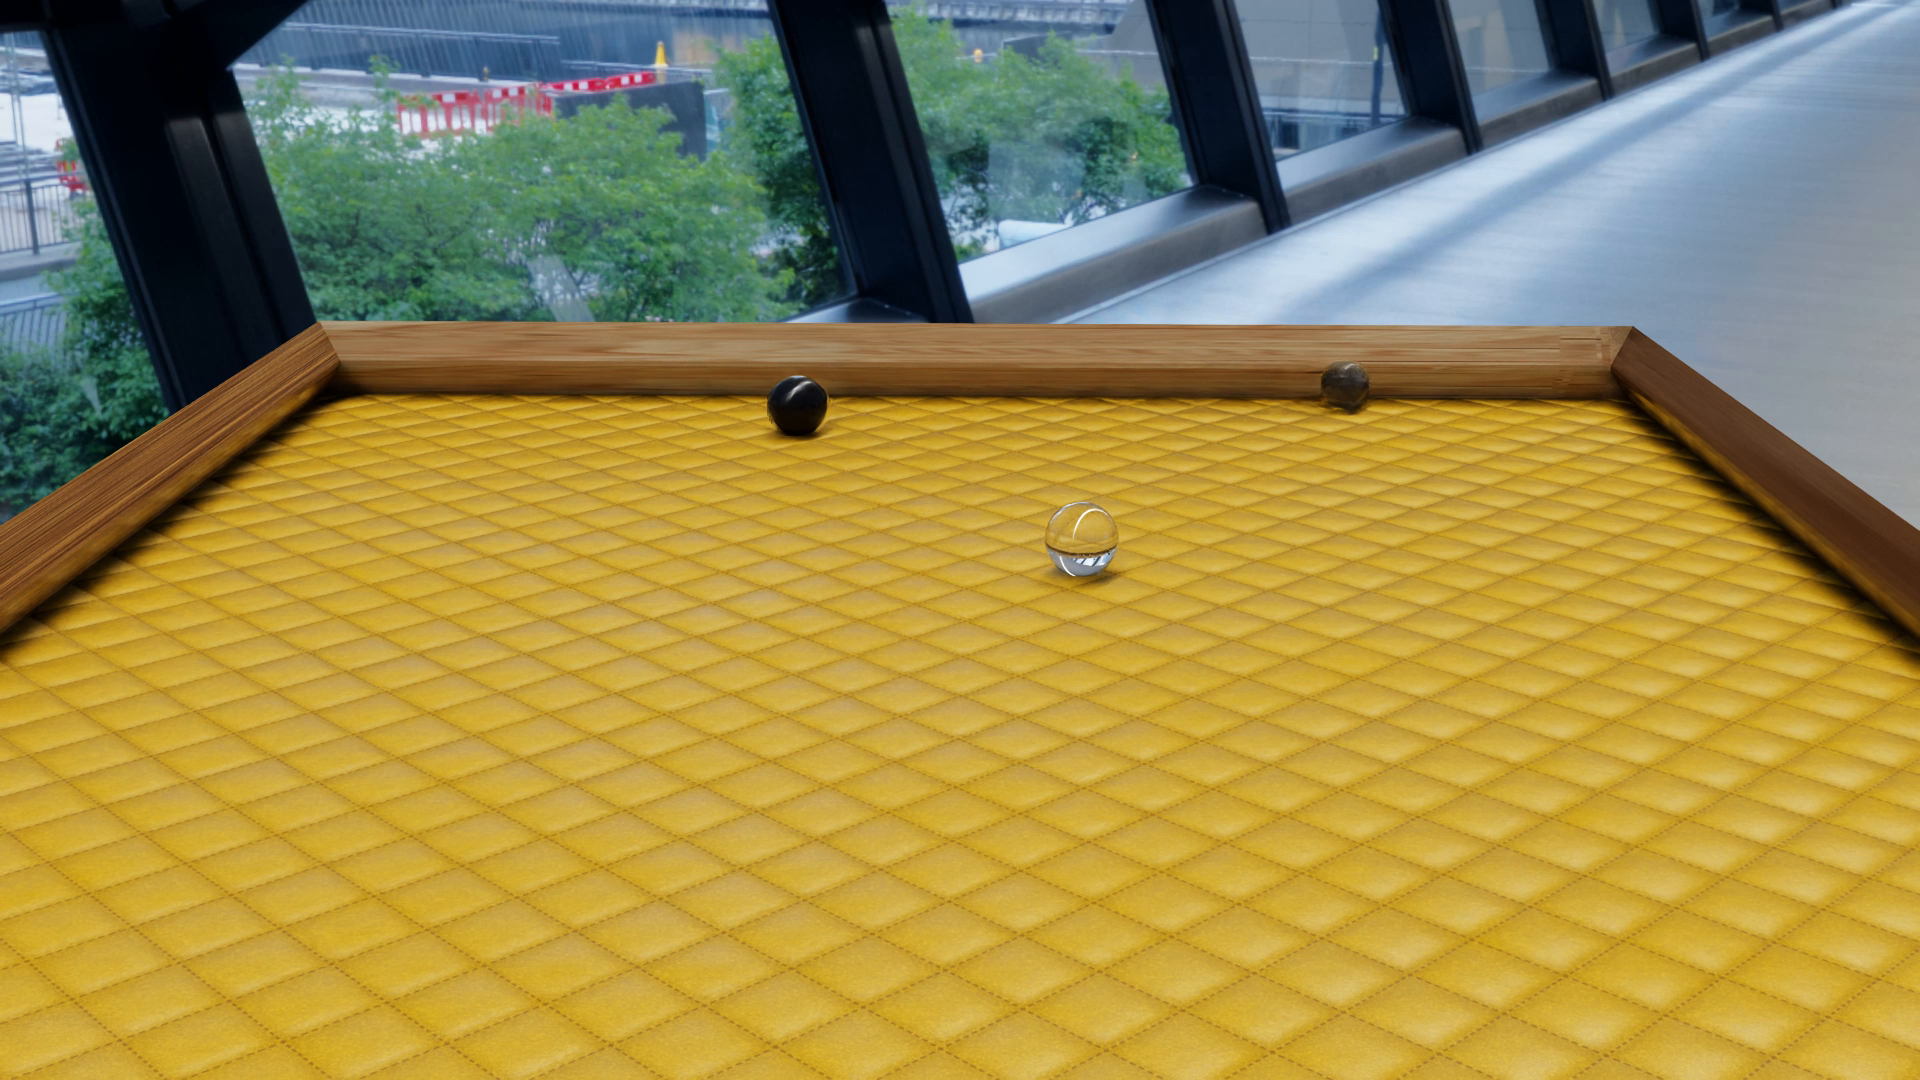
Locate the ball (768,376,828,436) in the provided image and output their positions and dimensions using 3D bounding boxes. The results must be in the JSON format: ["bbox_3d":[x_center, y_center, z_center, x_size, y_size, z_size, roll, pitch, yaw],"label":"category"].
[{"bbox_3d":[-0.256,-0.214,3.487,0.094,0.094,0.094,0,17,0],"label":"ball"}]

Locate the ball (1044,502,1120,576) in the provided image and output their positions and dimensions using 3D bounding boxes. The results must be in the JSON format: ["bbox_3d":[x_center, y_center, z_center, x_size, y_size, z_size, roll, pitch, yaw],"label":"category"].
[{"bbox_3d":[0.154,-0.001,2.779,0.095,0.095,0.095,0,17,0],"label":"ball"}]

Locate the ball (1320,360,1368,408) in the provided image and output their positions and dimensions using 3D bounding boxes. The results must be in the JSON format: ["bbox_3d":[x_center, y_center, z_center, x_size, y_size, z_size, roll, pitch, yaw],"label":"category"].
[{"bbox_3d":[0.640,-0.259,3.661,0.080,0.080,0.080,0,17,0],"label":"ball"}]

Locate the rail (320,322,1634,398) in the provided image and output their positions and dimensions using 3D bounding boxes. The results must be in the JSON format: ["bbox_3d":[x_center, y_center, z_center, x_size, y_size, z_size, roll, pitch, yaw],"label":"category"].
[{"bbox_3d":[0.020,-0.301,3.723,2.231,0.123,0.045,0,17,1],"label":"rail"}]

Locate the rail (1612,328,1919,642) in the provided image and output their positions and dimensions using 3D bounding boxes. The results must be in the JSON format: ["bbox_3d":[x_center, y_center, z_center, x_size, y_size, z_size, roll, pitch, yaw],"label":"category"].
[{"bbox_3d":[1.071,0.285,1.776,0.045,0.123,4.071,0,17,1],"label":"rail"}]

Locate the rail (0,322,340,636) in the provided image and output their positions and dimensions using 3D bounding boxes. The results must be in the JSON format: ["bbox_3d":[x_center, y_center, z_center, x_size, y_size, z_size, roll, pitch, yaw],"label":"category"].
[{"bbox_3d":[-1.112,0.272,1.819,0.045,0.123,4.071,0,17,1],"label":"rail"}]
